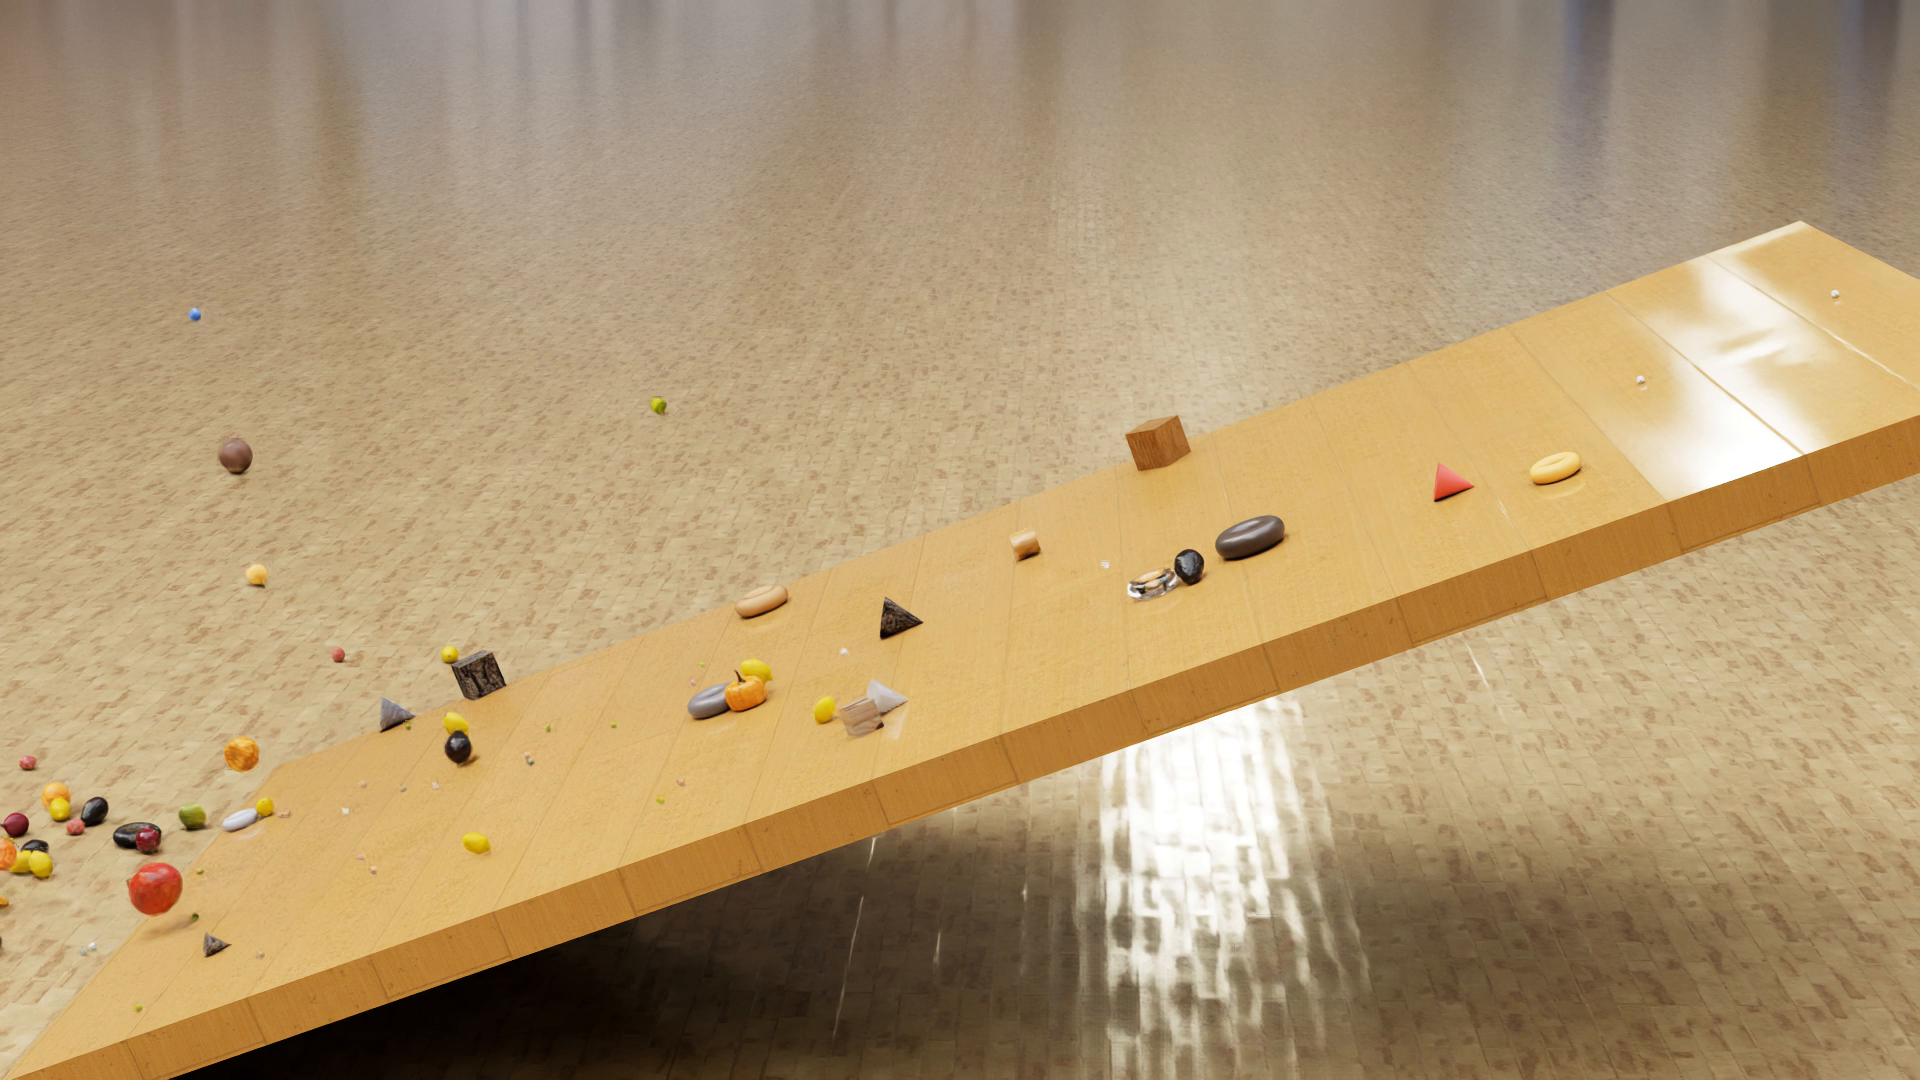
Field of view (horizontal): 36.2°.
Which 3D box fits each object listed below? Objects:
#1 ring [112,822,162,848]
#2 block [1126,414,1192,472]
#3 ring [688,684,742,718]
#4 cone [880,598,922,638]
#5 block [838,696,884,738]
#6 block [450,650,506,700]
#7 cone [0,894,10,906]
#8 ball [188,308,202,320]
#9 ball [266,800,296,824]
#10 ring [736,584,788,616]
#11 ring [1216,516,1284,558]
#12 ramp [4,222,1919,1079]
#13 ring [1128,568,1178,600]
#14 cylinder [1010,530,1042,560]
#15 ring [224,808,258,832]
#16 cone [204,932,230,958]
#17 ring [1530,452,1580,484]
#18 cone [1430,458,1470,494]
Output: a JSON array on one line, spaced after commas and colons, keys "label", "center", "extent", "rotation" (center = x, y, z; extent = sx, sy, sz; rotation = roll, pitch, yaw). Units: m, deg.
[{"label": "ring", "center": [-2.009, 0.721, 7.181], "extent": [0.116, 0.039, 0.116], "rotation": [1, 14, 0]}, {"label": "block", "center": [0.475, -0.232, 7.053], "extent": [0.096, 0.096, 0.096], "rotation": [-9, 17, 46]}, {"label": "ring", "center": [-0.525, 0.344, 6.303], "extent": [0.126, 0.042, 0.126], "rotation": [-19, 12, 4]}, {"label": "cone", "center": [-0.122, 0.173, 6.379], "extent": [0.090, 0.090, 0.090], "rotation": [7, 14, 4]}, {"label": "block", "center": [-0.191, 0.342, 5.678], "extent": [0.057, 0.057, 0.057], "rotation": [-25, 12, -19]}, {"label": "block", "center": [-1.213, 0.341, 7.406], "extent": [0.092, 0.092, 0.092], "rotation": [-25, 12, -21]}, {"label": "cone", "center": [-2.204, 0.824, 6.734], "extent": [0.070, 0.070, 0.070], "rotation": [31, -4, -31]}, {"label": "ball", "center": [-3.976, -1.170, 15.287], "extent": [0.062, 0.062, 0.062], "rotation": [0, 13, 0]}, {"label": "ball", "center": [-1.583, 0.641, 6.861], "extent": [0.070, 0.070, 0.070], "rotation": [0, 13, 0]}, {"label": "ring", "center": [-0.481, 0.147, 7.127], "extent": [0.134, 0.045, 0.134], "rotation": [-19, 12, 4]}, {"label": "ring", "center": [0.585, -0.006, 5.934], "extent": [0.148, 0.049, 0.148], "rotation": [-21, 10, 4]}, {"label": "ramp", "center": [0.117, 0.176, 6.296], "extent": [4.000, 0.100, 2.000], "rotation": [-20, 12, 7]}, {"label": "ring", "center": [0.386, 0.088, 5.887], "extent": [0.108, 0.036, 0.108], "rotation": [-19, 12, 4]}, {"label": "cylinder", "center": [0.147, 0.010, 6.617], "extent": [0.055, 0.055, 0.055], "rotation": [-21, 15, -2]}, {"label": "ring", "center": [-1.699, 0.661, 6.949], "extent": [0.086, 0.029, 0.086], "rotation": [-19, 12, 4]}, {"label": "cone", "center": [-1.485, 0.811, 5.893], "extent": [0.051, 0.051, 0.051], "rotation": [3, 11, -24]}, {"label": "ring", "center": [1.135, -0.137, 5.605], "extent": [0.101, 0.034, 0.101], "rotation": [-21, 12, 5]}, {"label": "cone", "center": [0.972, -0.110, 5.765], "extent": [0.077, 0.077, 0.077], "rotation": [23, 18, 10]}]
